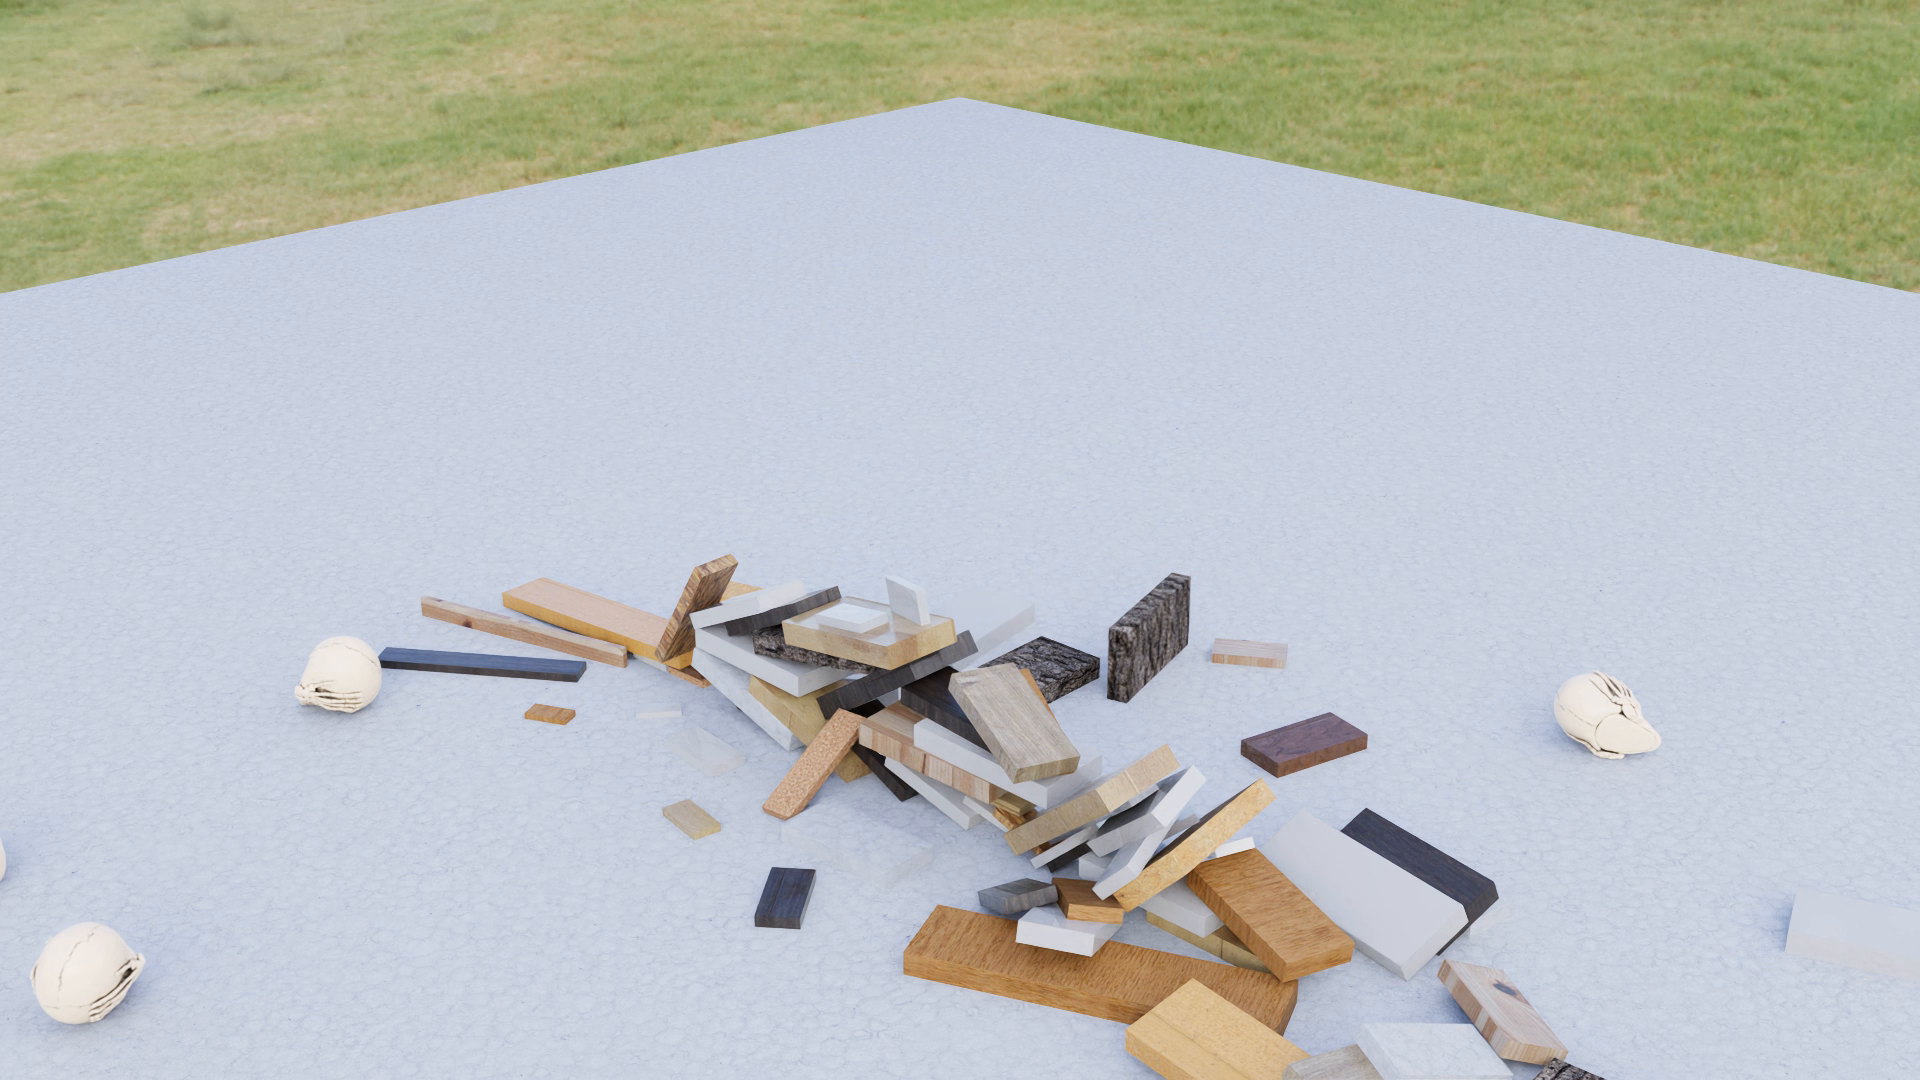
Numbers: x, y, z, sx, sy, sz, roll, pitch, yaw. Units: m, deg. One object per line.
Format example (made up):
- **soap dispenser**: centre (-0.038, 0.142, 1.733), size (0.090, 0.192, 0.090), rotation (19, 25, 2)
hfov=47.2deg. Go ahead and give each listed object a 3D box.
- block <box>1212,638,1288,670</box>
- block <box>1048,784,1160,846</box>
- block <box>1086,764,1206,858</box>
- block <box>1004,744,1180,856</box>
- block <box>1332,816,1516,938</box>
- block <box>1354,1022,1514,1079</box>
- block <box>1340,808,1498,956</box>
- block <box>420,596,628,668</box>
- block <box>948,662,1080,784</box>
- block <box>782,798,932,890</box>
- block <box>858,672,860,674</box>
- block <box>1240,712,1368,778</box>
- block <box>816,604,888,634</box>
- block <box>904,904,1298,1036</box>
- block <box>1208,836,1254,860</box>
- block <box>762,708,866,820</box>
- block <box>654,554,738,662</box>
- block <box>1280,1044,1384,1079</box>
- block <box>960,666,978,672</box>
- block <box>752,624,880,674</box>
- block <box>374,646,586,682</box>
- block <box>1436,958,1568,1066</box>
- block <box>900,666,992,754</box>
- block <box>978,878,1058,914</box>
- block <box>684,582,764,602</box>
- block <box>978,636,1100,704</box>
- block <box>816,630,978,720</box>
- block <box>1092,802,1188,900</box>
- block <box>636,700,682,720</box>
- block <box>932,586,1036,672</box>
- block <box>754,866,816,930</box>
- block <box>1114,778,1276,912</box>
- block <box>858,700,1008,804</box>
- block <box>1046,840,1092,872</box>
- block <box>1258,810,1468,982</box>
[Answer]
- **block**: centre (0.673, 0.263, 5.109), size (0.170, 0.024, 0.085), rotation (5, 23, 11)
- **block**: centre (0.266, 0.519, 4.166), size (0.068, 0.019, 0.354), rotation (-29, -5, -29)
- **block**: centre (0.342, 0.502, 4.056), size (0.131, 0.037, 0.263), rotation (-44, 2, -31)
- **block**: centre (0.240, 0.490, 4.115), size (0.170, 0.048, 0.450), rotation (-29, -5, -27)
- **block**: centre (0.865, 0.639, 4.209), size (0.123, 0.035, 0.393), rotation (-17, 28, -34)
- **block**: centre (0.775, 0.846, 3.600), size (0.244, 0.035, 0.122), rotation (8, 27, -31)
- **block**: centre (0.827, 0.636, 4.121), size (0.164, 0.047, 0.328), rotation (-38, 37, -18)
- **block**: centre (-1.035, 0.214, 5.192), size (0.602, 0.049, 0.014), rotation (12, 26, 26)
- **block**: centre (0.102, 0.347, 4.196), size (0.138, 0.039, 0.275), rotation (-9, 41, -28)
- **block**: centre (-0.203, 0.593, 4.313), size (0.278, 0.039, 0.138), rotation (19, 29, 37)
- **block**: centre (-0.269, 0.276, 5.035), size (0.102, 0.029, 0.204), rotation (-15, 36, -31)
- **block**: centre (0.734, 0.436, 4.689), size (0.246, 0.035, 0.123), rotation (-14, 27, -29)
- **block**: centre (-0.220, 0.159, 4.481), size (0.073, 0.021, 0.146), rotation (-21, 20, -37)
- **block**: centre (0.245, 0.772, 3.882), size (0.676, 0.047, 0.167), rotation (9, 24, 19)
- **block**: centre (0.502, 0.574, 4.095), size (0.072, 0.021, 0.145), rotation (-15, -9, -3)
- **block**: centre (-0.295, 0.460, 4.498), size (0.073, 0.021, 0.276), rotation (17, 54, 33)
- **block**: centre (-0.584, 0.152, 4.857), size (0.102, 0.315, 0.029), rotation (-23, 64, -40)
- **block**: centre (0.668, 0.858, 3.556), size (0.356, 0.028, 0.100), rotation (-2, 33, -44)
- **block**: centre (0.007, 0.315, 4.870), size (0.062, 0.018, 0.124), rotation (20, 30, 38)
- **block**: centre (-0.256, 0.211, 4.642), size (0.351, 0.050, 0.175), rotation (7, 21, 43)
- **block**: centre (-1.103, 0.287, 5.060), size (0.484, 0.020, 0.070), rotation (4, 23, 8)
- **block**: centre (0.925, 0.808, 3.761), size (0.122, 0.035, 0.244), rotation (14, 18, -20)
- **block**: centre (0.020, 0.335, 4.369), size (0.131, 0.037, 0.263), rotation (-22, 35, -39)
- **block**: centre (0.105, 0.656, 4.055), size (0.099, 0.028, 0.198), rotation (-13, -2, -14)
- **block**: centre (-0.479, 0.150, 5.377), size (0.410, 0.024, 0.086), rotation (11, 25, 25)
- **block**: centre (0.123, 0.324, 4.934), size (0.174, 0.049, 0.387), rotation (20, 30, 39)
- **block**: centre (-0.133, 0.281, 4.566), size (0.175, 0.050, 0.351), rotation (-22, -3, -39)
- **block**: centre (0.336, 0.552, 4.033), size (0.028, 0.099, 0.278), rotation (47, 38, -2)
- **block**: centre (-0.665, 0.375, 4.858), size (0.099, 0.014, 0.050), rotation (-3, 23, -6)
- **block**: centre (0.011, 0.211, 5.199), size (0.174, 0.049, 0.348), rotation (15, 27, 31)
- **block**: centre (-0.328, 0.674, 4.142), size (0.086, 0.024, 0.172), rotation (2, 23, 6)
- **block**: centre (0.432, 0.558, 4.033), size (0.335, 0.167, 0.047), rotation (-28, 80, -48)
- **block**: centre (-0.020, 0.413, 4.413), size (0.339, 0.048, 0.170), rotation (21, 32, 35)
- **block**: centre (0.232, 0.594, 4.213), size (0.072, 0.021, 0.145), rotation (-23, -11, -38)
- **block**: centre (0.727, 0.652, 4.078), size (0.164, 0.047, 0.417), rotation (-39, 38, -18)
